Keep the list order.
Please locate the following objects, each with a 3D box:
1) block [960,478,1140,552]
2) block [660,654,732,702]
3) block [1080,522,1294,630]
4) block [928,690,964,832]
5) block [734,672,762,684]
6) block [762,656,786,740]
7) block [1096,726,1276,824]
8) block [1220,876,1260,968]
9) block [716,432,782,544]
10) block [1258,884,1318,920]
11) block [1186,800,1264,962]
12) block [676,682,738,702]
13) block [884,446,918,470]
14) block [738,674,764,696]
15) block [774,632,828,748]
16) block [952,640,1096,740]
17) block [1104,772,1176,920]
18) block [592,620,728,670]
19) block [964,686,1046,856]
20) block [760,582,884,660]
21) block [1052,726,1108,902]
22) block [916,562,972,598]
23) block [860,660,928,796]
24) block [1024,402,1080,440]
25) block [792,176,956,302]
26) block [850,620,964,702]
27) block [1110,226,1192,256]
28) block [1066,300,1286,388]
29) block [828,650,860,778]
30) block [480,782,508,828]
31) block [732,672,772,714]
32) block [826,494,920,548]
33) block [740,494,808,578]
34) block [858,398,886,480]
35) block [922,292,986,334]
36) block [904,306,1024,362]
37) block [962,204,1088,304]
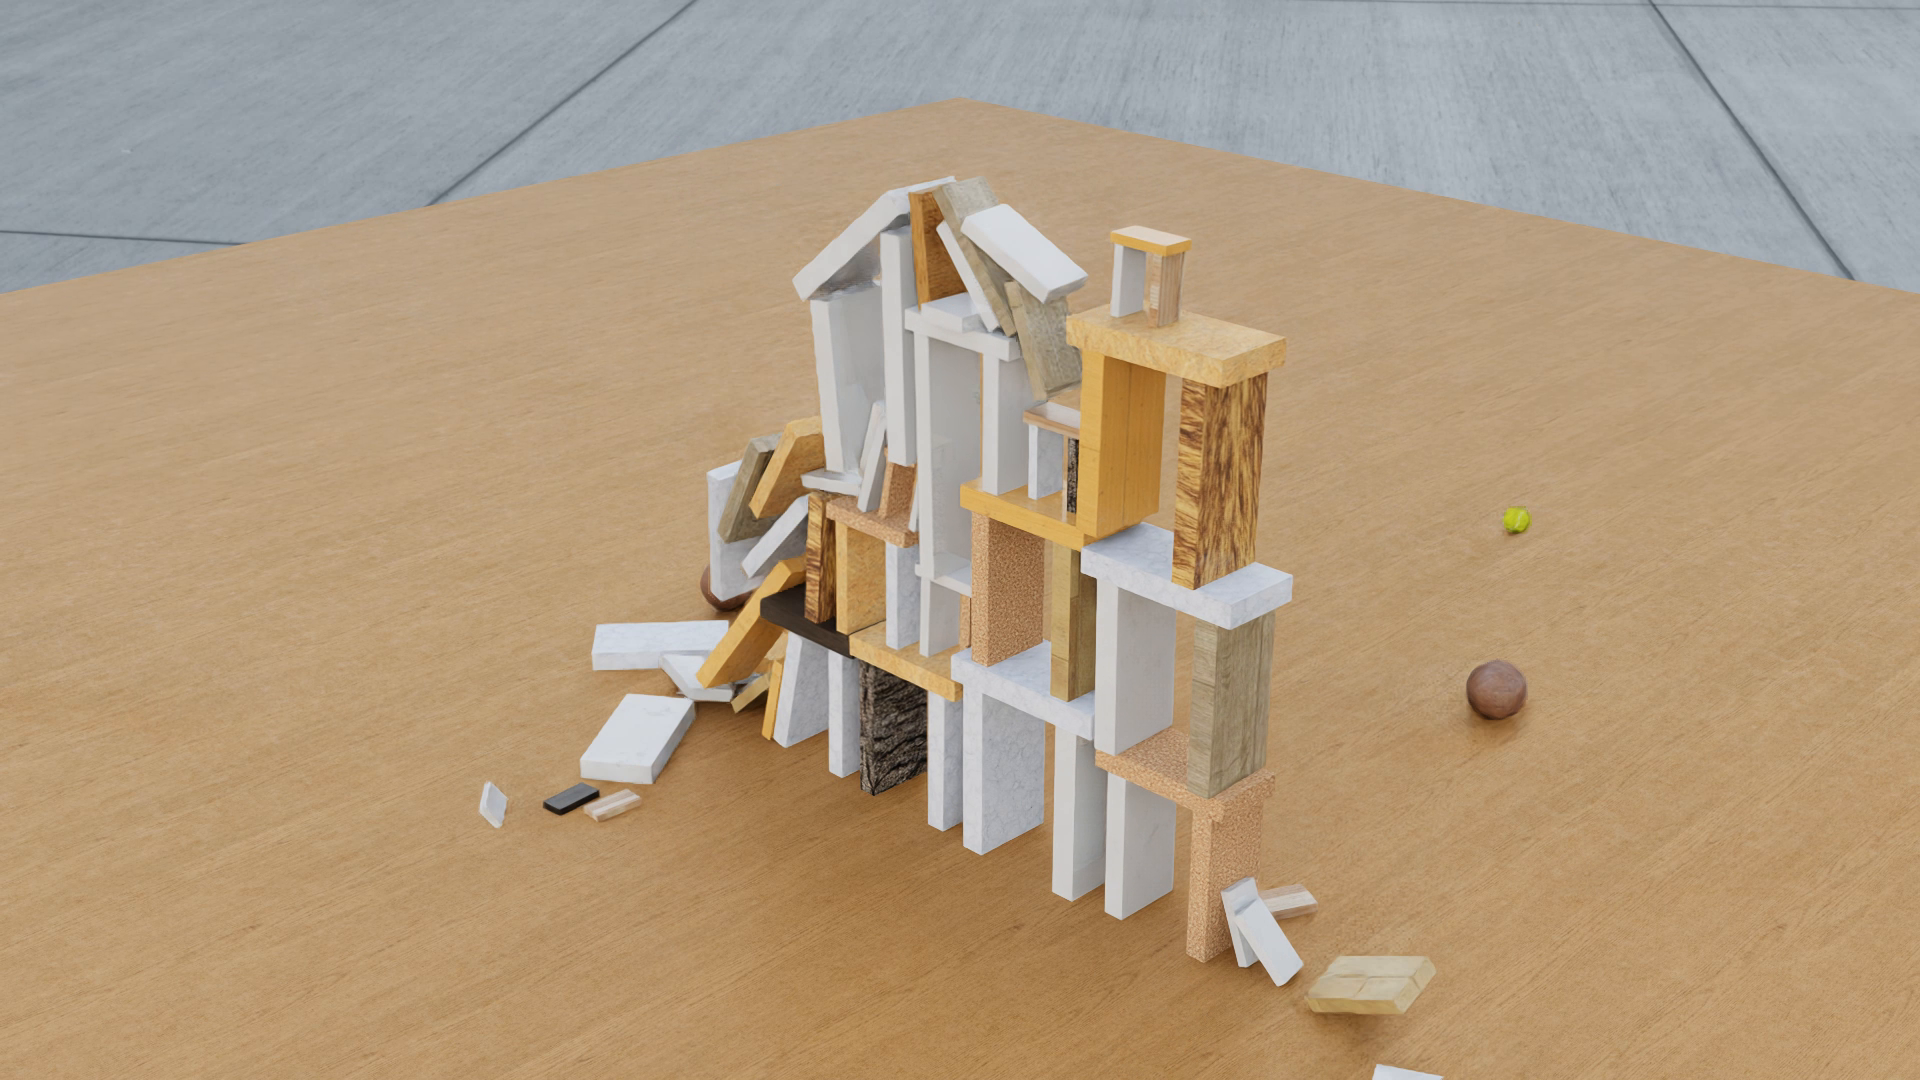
[{"bbox_3d":[0.163,-0.061,4.024,0.153,0.043,0.307,-21,31,-41],"label":"block"},{"bbox_3d":[-0.590,0.308,4.918,0.099,0.028,0.198,6,16,-29],"label":"block"},{"bbox_3d":[0.392,0.059,3.829,0.168,0.048,0.337,-21,31,-41],"label":"block"},{"bbox_3d":[0.006,0.417,4.392,0.043,0.301,0.150,22,32,40],"label":"block"},{"bbox_3d":[-0.497,0.298,5.010,0.064,0.018,0.128,0,16,-18],"label":"block"},{"bbox_3d":[-0.365,0.331,4.723,0.099,0.198,0.028,-19,43,-41],"label":"block"},{"bbox_3d":[0.405,0.414,3.970,0.148,0.042,0.297,-21,31,-40],"label":"block"},{"bbox_3d":[0.516,0.688,3.959,0.072,0.143,0.020,-21,10,-40],"label":"block"},{"bbox_3d":[-0.406,-0.113,4.598,0.139,0.279,0.040,-15,56,-35],"label":"block"},{"bbox_3d":[0.591,0.683,4.124,0.143,0.020,0.072,-8,24,-18],"label":"block"},{"bbox_3d":[0.478,0.600,3.967,0.149,0.297,0.042,-21,31,-40],"label":"block"},{"bbox_3d":[-0.567,0.341,4.933,0.128,0.018,0.064,1,23,3],"label":"block"},{"bbox_3d":[-0.078,-0.161,4.240,0.066,0.019,0.131,-21,32,-41],"label":"block"},{"bbox_3d":[-0.441,0.319,4.889,0.064,0.018,0.128,-16,-10,-34],"label":"block"},{"bbox_3d":[-0.315,0.297,4.692,0.041,0.286,0.143,34,38,32],"label":"block"},{"bbox_3d":[0.172,0.268,4.155,0.355,0.050,0.178,21,31,40],"label":"block"},{"bbox_3d":[0.338,0.545,4.096,0.042,0.297,0.148,21,31,41],"label":"block"},{"bbox_3d":[-0.696,0.245,5.128,0.309,0.044,0.154,-2,23,-4],"label":"block"},{"bbox_3d":[0.087,0.422,4.310,0.178,0.355,0.050,-21,31,-41],"label":"block"},{"bbox_3d":[-0.270,0.164,4.586,0.286,0.041,0.143,22,31,40],"label":"block"},{"bbox_3d":[0.256,0.488,4.156,0.050,0.355,0.178,21,31,40],"label":"block"},{"bbox_3d":[0.002,0.068,4.257,0.168,0.024,0.084,21,31,41],"label":"block"},{"bbox_3d":[-0.136,0.362,4.522,0.043,0.301,0.150,22,32,40],"label":"block"},{"bbox_3d":[0.189,-0.213,3.936,0.142,0.020,0.071,21,31,40],"label":"block"},{"bbox_3d":[-0.158,-0.568,4.162,0.172,0.049,0.344,-22,-8,-42],"label":"block"},{"bbox_3d":[-0.064,0.232,4.388,0.301,0.043,0.150,21,31,41],"label":"block"},{"bbox_3d":[0.318,-0.500,3.670,0.063,0.018,0.126,-20,30,-39],"label":"block"},{"bbox_3d":[0.360,-0.334,3.687,0.337,0.048,0.168,21,31,41],"label":"block"},{"bbox_3d":[-0.207,0.340,4.591,0.041,0.286,0.143,23,32,40],"label":"block"},{"bbox_3d":[-0.941,0.534,4.436,0.015,0.053,0.105,-36,22,9],"label":"block"},{"bbox_3d":[-0.416,0.322,4.808,0.099,0.028,0.198,-17,-13,-35],"label":"block"},{"bbox_3d":[-0.148,-0.045,4.365,0.226,0.032,0.113,21,31,40],"label":"block"},{"bbox_3d":[-0.335,-0.019,4.594,0.141,0.283,0.040,-19,73,-39],"label":"block"},{"bbox_3d":[-0.144,-0.203,4.311,0.088,0.176,0.025,-23,50,-40],"label":"block"},{"bbox_3d":[0.046,-0.426,4.015,0.217,0.031,0.108,-20,31,-39],"label":"block"},{"bbox_3d":[0.038,-0.389,4.015,0.264,0.037,0.132,22,31,40],"label":"block"},{"bbox_3d":[0.113,-0.507,3.879,0.107,0.030,0.214,-26,61,-41],"label":"block"}]
